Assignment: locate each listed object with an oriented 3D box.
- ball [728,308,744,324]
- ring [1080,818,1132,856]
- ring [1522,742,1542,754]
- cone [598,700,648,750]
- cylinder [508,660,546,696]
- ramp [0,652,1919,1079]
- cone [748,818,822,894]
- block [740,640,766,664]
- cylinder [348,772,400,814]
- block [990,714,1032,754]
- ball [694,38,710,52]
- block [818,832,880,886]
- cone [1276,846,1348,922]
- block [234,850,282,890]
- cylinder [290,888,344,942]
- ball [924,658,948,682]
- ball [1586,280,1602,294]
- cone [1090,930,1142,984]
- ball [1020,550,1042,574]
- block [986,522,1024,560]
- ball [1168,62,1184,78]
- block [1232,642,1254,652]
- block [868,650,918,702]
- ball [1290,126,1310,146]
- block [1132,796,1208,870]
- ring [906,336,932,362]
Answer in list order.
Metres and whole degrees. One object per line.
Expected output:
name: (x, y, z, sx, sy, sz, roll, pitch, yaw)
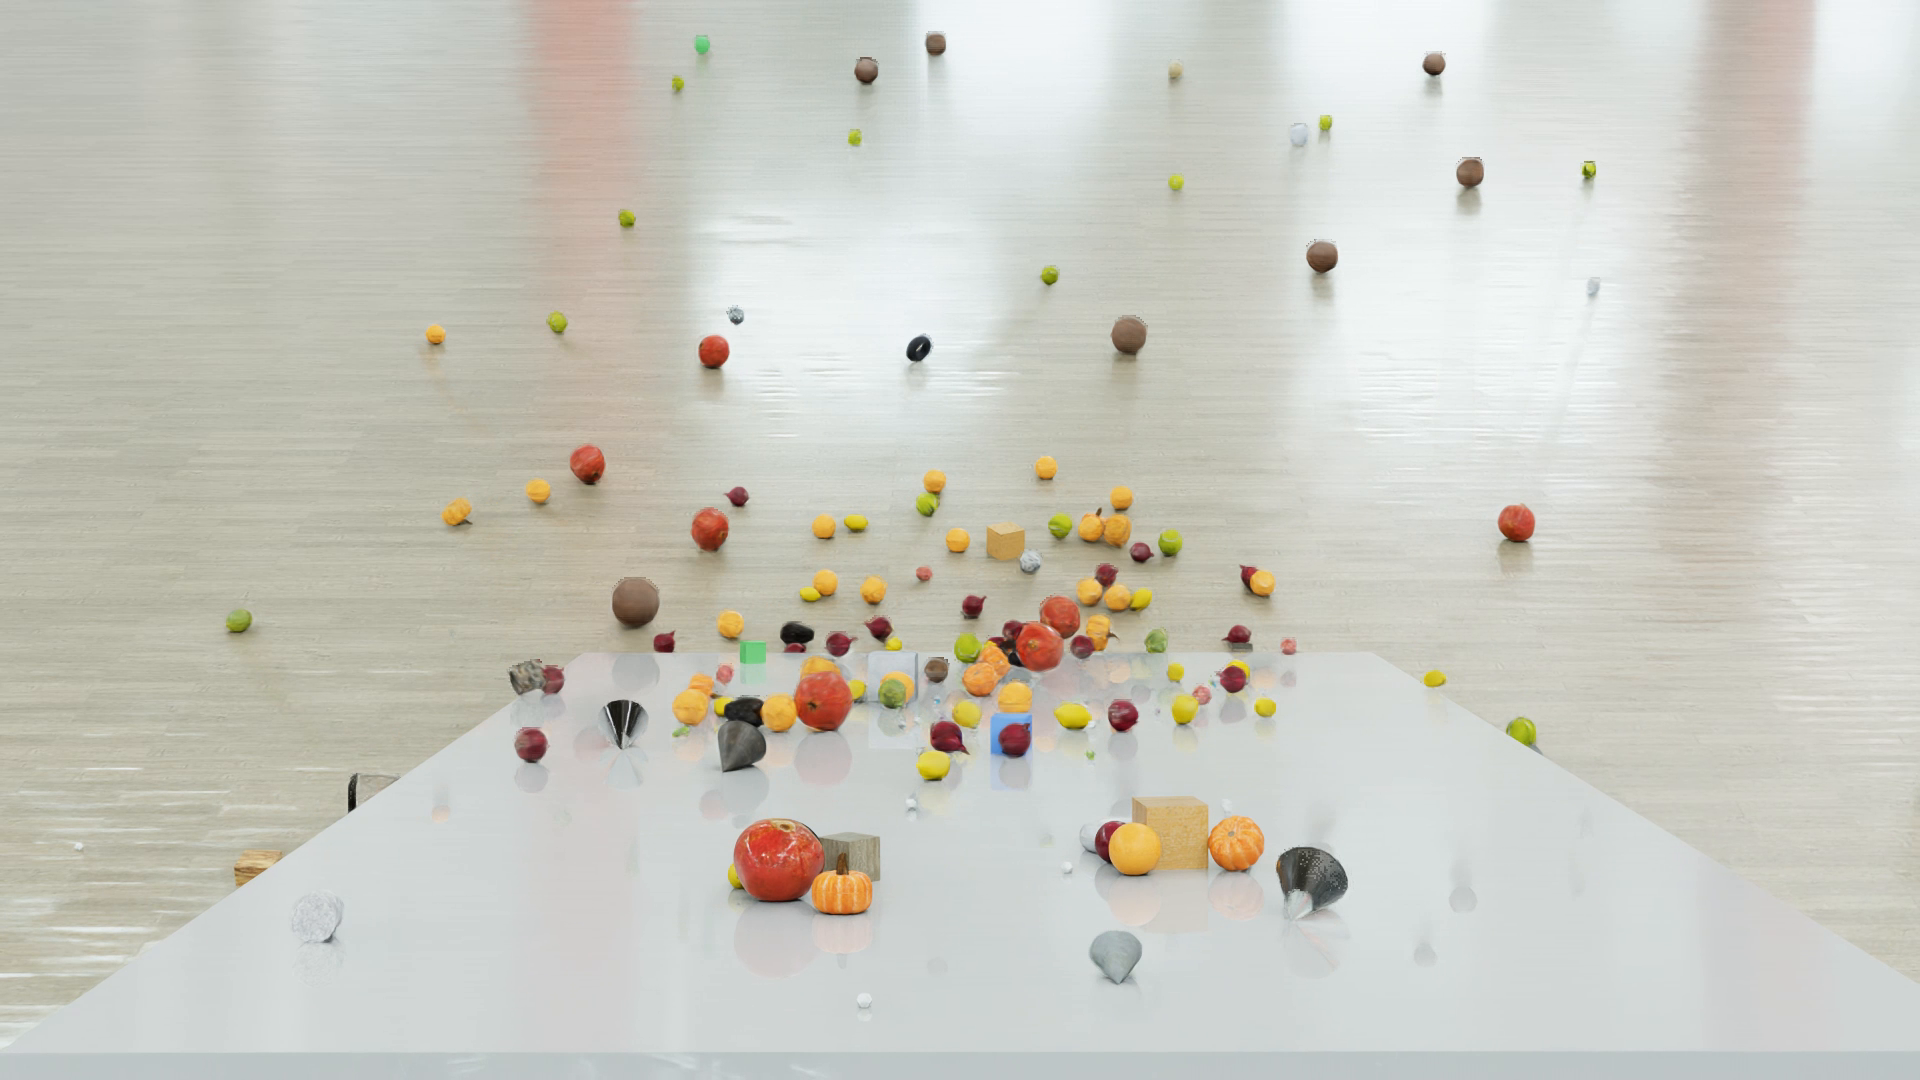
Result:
ball: (-0.835, -0.837, 9.607, 0.062, 0.062, 0.062, 0, 21, 0)
ring: (0.230, 0.422, 3.665, 0.121, 0.040, 0.121, -1, 4, 0)
ring: (1.331, 0.516, 6.140, 0.120, 0.040, 0.120, -1, 20, 0)
cone: (-0.624, 0.362, 4.749, 0.096, 0.096, 0.096, -2, 30, -5)
cylinder: (-0.937, 0.299, 5.561, 0.059, 0.059, 0.059, -35, 36, -25)
ramp: (0.049, 0.445, 4.532, 2.000, 0.100, 4.000, 0, 3, 0)
cone: (-0.237, 0.436, 3.375, 0.100, 0.100, 0.100, 2, 30, 5)
block: (-0.506, 0.274, 6.282, 0.051, 0.051, 0.051, -1, 3, -21)
cylinder: (-1.337, 0.585, 5.877, 0.100, 0.100, 0.100, 4, 21, 4)
block: (0.093, 0.353, 4.685, 0.066, 0.066, 0.066, 1, 3, 10)
ball: (-1.481, -2.843, 14.760, 0.089, 0.089, 0.089, 0, 21, 0)
block: (-0.148, 0.425, 3.430, 0.059, 0.059, 0.059, 3, 4, 41)
cone: (0.425, 0.447, 3.195, 0.094, 0.094, 0.094, 8, 33, 20)
block: (-1.511, 0.723, 5.546, 0.080, 0.080, 0.080, 1, 21, 3)
cylinder: (-0.767, 0.448, 3.067, 0.054, 0.054, 0.054, -1, 3, -3)
ball: (-0.053, 0.296, 5.836, 0.055, 0.055, 0.055, 0, 21, 0)
ball: (2.467, -0.986, 10.002, 0.056, 0.056, 0.056, 0, 21, 0)
cone: (0.174, 0.474, 2.843, 0.059, 0.059, 0.059, 0, 30, 1)
ball: (0.200, 0.063, 7.276, 0.065, 0.065, 0.065, 0, 21, 0)
block: (0.132, 0.003, 7.411, 0.080, 0.080, 0.080, -12, 24, -27)
ball: (1.179, -2.575, 14.069, 0.088, 0.088, 0.088, 0, 21, 0)
block: (0.733, 0.302, 6.673, 0.053, 0.053, 0.053, 2, 21, 5)
block: (-0.143, 0.292, 5.505, 0.099, 0.099, 0.099, 0, 3, 3)
ball: (1.650, -1.967, 12.486, 0.096, 0.096, 0.096, 0, 21, 0)
block: (0.290, 0.404, 3.554, 0.087, 0.087, 0.087, -1, 3, -9)
ring: (-0.147, -0.681, 9.154, 0.104, 0.104, 0.035, -16, 44, -36)
